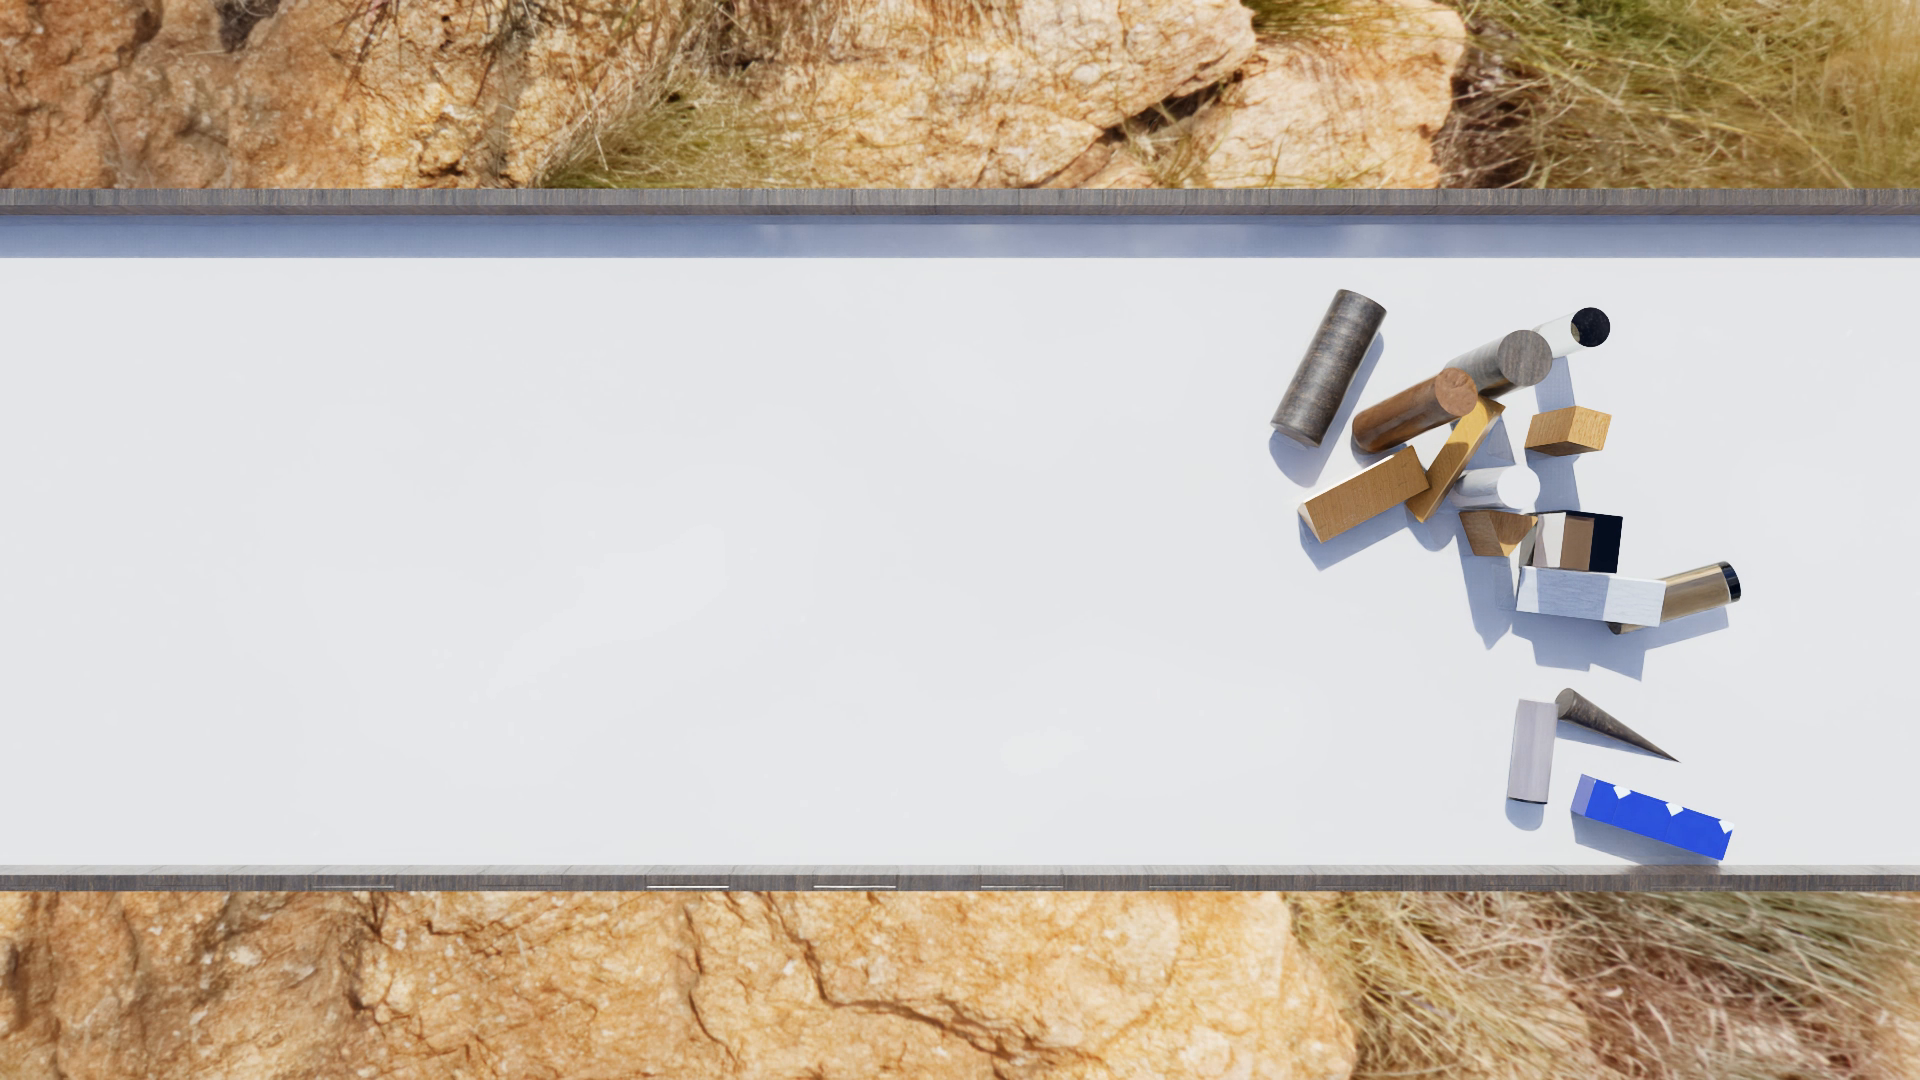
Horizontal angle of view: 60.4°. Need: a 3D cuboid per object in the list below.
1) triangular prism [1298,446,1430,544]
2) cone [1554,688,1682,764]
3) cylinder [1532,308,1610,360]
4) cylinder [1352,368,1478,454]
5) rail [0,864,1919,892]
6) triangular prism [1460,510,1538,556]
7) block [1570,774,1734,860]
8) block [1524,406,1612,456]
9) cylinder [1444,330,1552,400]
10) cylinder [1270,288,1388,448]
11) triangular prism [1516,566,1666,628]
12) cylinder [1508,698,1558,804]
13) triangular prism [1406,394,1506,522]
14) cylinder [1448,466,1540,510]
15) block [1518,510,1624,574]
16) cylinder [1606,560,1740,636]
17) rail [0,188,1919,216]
[{"bbox_3d":[1.209,-0.162,4.978,0.368,0.130,0.150,-27,50,0],"label":"triangular prism"},{"bbox_3d":[2.031,0.593,5.051,0.437,0.103,0.103,26,90,-7],"label":"cone"},{"bbox_3d":[1.802,-0.608,4.896,0.116,0.362,0.116,0,90,0],"label":"cylinder"},{"bbox_3d":[1.332,-0.376,4.854,0.144,0.422,0.144,4,77,-19],"label":"cylinder"},{"bbox_3d":[-2.247,1.025,5.001,12.000,0.150,0.050,0,90,0],"label":"rail"},{"bbox_3d":[1.577,-0.046,4.911,0.123,0.327,0.143,39,91,2],"label":"triangular prism"},{"bbox_3d":[2.103,0.842,5.018,0.438,0.118,0.118,18,90,0],"label":"block"},{"bbox_3d":[1.800,-0.320,4.895,0.105,0.364,0.105,15,90,0],"label":"block"},{"bbox_3d":[1.572,-0.500,4.855,0.162,0.429,0.162,0,86,-5],"label":"cylinder"},{"bbox_3d":[1.115,-0.519,4.993,0.167,0.167,0.453,27,90,0],"label":"cylinder"},{"bbox_3d":[1.884,0.140,4.927,0.401,0.128,0.147,7,55,17],"label":"triangular prism"},{"bbox_3d":[1.744,0.641,5.018,0.117,0.117,0.306,6,90,0],"label":"cylinder"},{"bbox_3d":[1.483,-0.232,4.929,0.093,0.080,0.416,23,121,-4],"label":"triangular prism"},{"bbox_3d":[1.564,-0.151,4.853,0.122,0.445,0.122,0,91,-1],"label":"cylinder"},{"bbox_3d":[1.810,0.007,4.902,0.166,0.348,0.166,7,89,0],"label":"block"},{"bbox_3d":[2.158,0.176,5.011,0.373,0.132,0.132,-16,90,0],"label":"cylinder"},{"bbox_3d":[-2.247,-1.025,5.002,12.000,0.150,0.050,0,90,0],"label":"rail"}]
